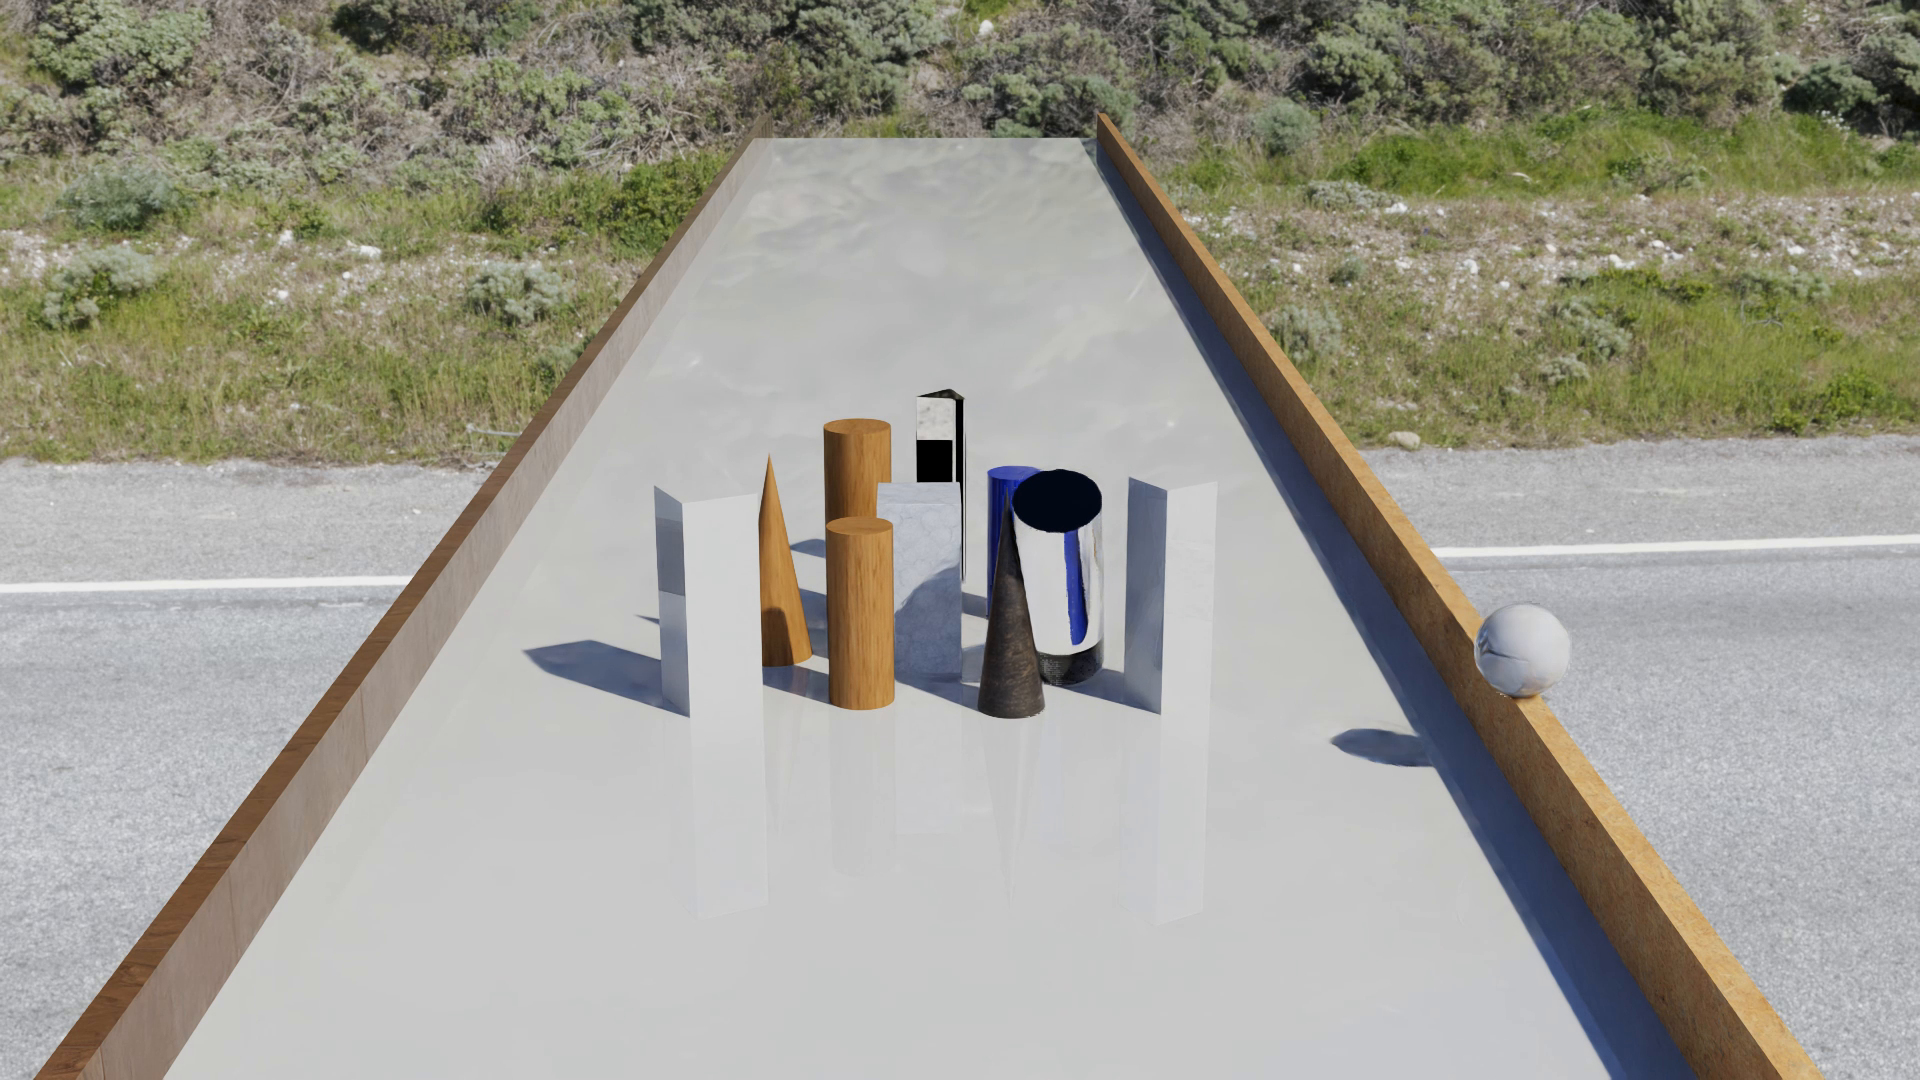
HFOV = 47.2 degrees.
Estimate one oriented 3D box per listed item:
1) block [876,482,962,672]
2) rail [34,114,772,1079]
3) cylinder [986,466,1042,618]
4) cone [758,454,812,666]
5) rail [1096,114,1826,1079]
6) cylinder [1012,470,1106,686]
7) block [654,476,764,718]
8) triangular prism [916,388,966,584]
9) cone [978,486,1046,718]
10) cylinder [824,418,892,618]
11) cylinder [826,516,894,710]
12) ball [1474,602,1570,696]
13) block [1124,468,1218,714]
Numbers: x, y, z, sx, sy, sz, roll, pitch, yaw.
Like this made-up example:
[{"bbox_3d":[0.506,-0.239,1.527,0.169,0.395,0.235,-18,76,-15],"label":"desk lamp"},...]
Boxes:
[{"bbox_3d":[-0.081,0.074,4.374,0.164,0.345,0.164,0,17,-1],"label":"block"},{"bbox_3d":[-1.118,-0.838,7.780,0.050,0.150,12.000,0,17,-1],"label":"rail"},{"bbox_3d":[0.115,0.009,4.645,0.118,0.314,0.118,0,17,0],"label":"cylinder"},{"bbox_3d":[-0.376,0.028,4.391,0.155,0.422,0.155,0,17,0],"label":"cone"},{"bbox_3d":[0.932,-0.844,7.801,0.050,0.150,12.000,0,17,-1],"label":"rail"},{"bbox_3d":[0.191,0.076,4.182,0.165,0.424,0.165,-2,46,2],"label":"cylinder"},{"bbox_3d":[-0.473,0.105,4.143,0.147,0.416,0.147,-9,19,-27],"label":"block"},{"bbox_3d":[-0.032,-0.121,4.894,0.110,0.421,0.095,4,17,12],"label":"triangular prism"},{"bbox_3d":[0.091,0.106,4.101,0.129,0.434,0.129,-1,17,0],"label":"cone"},{"bbox_3d":[-0.213,-0.037,4.619,0.140,0.417,0.140,0,17,0],"label":"cylinder"},{"bbox_3d":[-0.187,0.138,4.157,0.125,0.345,0.125,0,17,0],"label":"cylinder"},{"bbox_3d":[0.961,0.188,3.760,0.161,0.161,0.161,0,17,0],"label":"ball"},{"bbox_3d":[0.394,0.096,4.139,0.117,0.436,0.117,-10,20,-31],"label":"block"}]
